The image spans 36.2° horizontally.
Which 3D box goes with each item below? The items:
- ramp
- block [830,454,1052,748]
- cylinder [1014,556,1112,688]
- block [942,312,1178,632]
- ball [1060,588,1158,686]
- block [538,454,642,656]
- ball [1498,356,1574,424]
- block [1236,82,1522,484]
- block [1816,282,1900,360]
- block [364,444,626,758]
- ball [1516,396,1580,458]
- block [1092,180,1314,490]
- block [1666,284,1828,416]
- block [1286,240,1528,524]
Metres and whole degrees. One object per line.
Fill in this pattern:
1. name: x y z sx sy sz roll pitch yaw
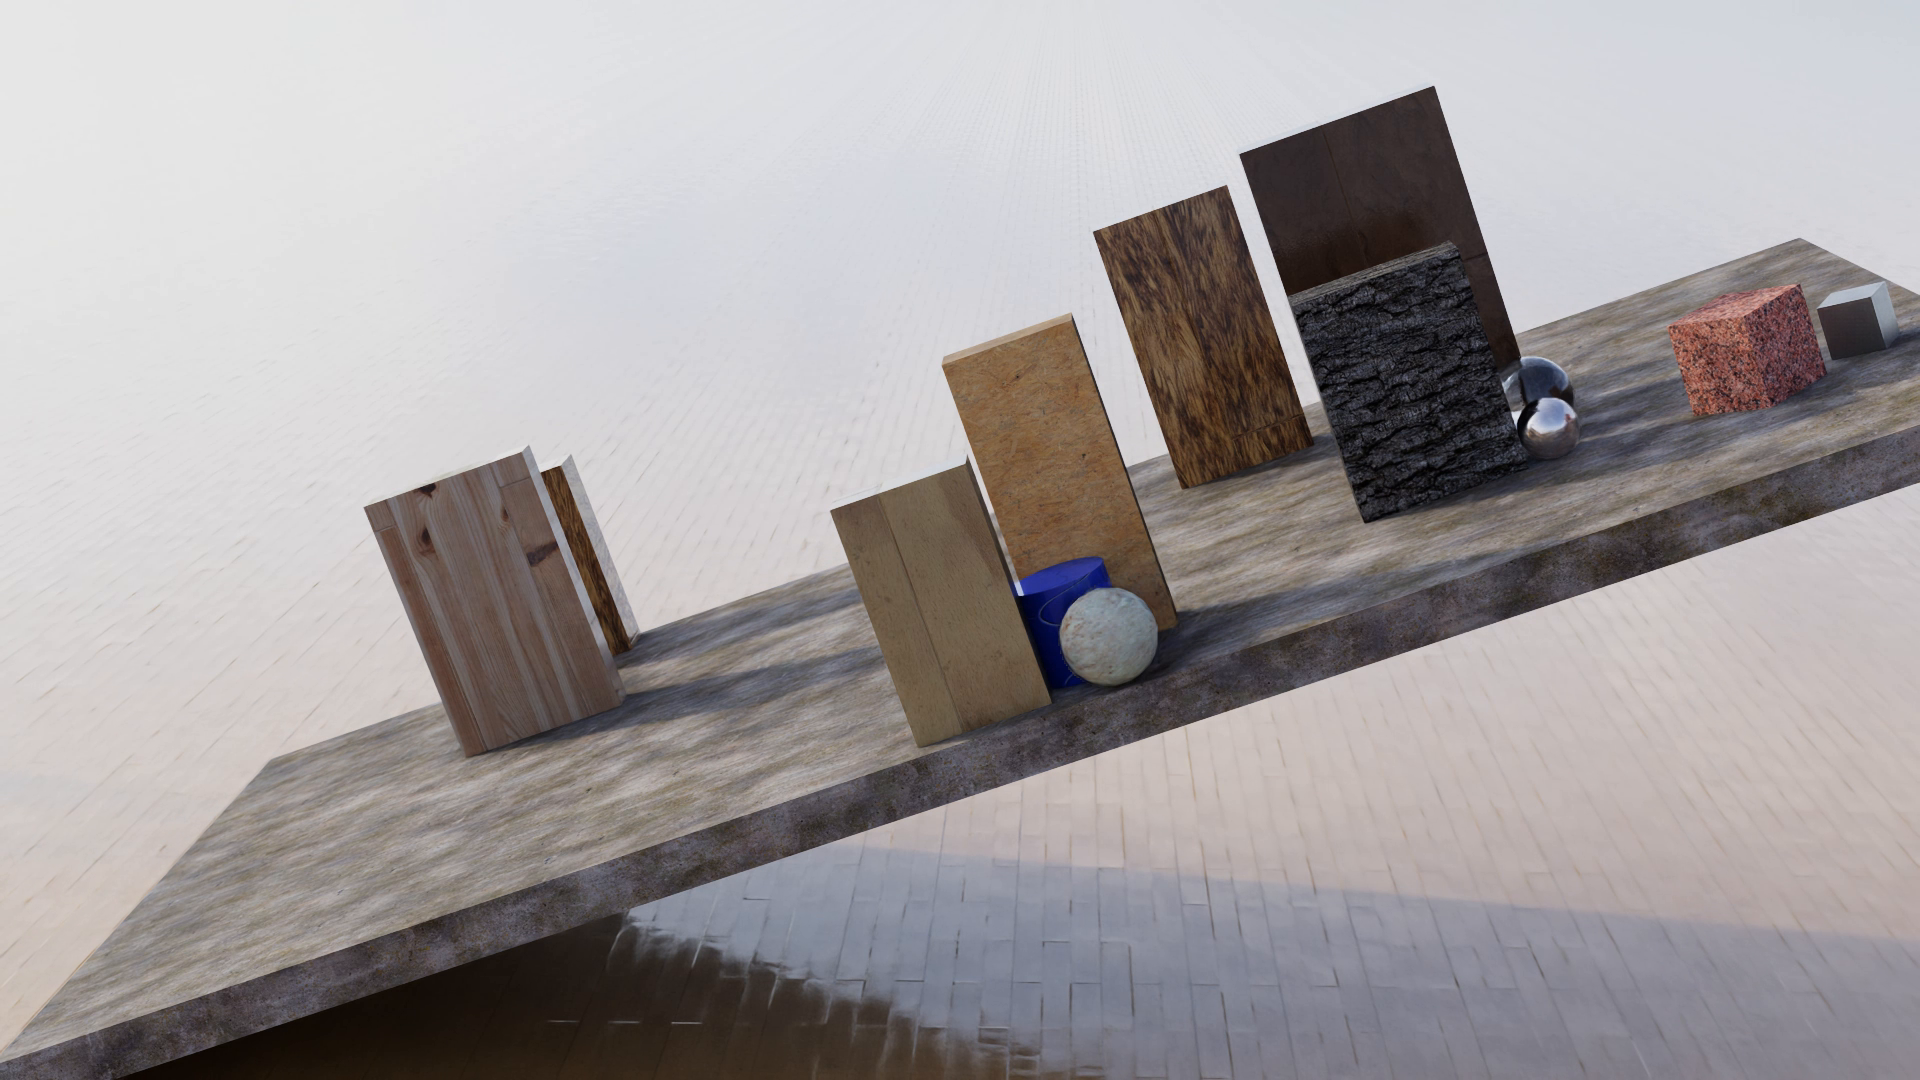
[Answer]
1. ramp: 0.112 0.178 6.301 4.000 0.100 2.000 -19 11 6
2. block: -0.032 0.112 5.382 0.260 0.472 0.100 -19 11 6
3. cylinder: 0.209 0.154 5.497 0.188 0.188 0.188 -19 11 4
4. block: 0.192 -0.094 5.593 0.258 0.619 0.105 -19 11 6
5. ball: 0.270 0.174 5.319 0.179 0.179 0.179 0 13 0
6. block: -1.043 0.083 7.250 0.346 0.487 0.149 -19 11 6
7. ball: 1.166 -0.290 6.002 0.170 0.170 0.170 0 13 0
8. block: 0.900 -0.538 6.184 0.422 0.737 0.118 -19 11 6
9. block: 1.768 -0.431 5.786 0.109 0.109 0.109 -12 14 35
10. block: -1.046 0.140 6.643 0.382 0.617 0.092 -19 11 6
11. ball: 1.161 -0.221 5.806 0.122 0.122 0.122 0 13 0
12. block: 0.556 -0.466 6.720 0.319 0.629 0.095 -19 11 6
13. block: 1.527 -0.368 5.707 0.186 0.186 0.186 -28 13 -34
14. block: 0.889 -0.314 5.846 0.340 0.461 0.140 -19 11 6
